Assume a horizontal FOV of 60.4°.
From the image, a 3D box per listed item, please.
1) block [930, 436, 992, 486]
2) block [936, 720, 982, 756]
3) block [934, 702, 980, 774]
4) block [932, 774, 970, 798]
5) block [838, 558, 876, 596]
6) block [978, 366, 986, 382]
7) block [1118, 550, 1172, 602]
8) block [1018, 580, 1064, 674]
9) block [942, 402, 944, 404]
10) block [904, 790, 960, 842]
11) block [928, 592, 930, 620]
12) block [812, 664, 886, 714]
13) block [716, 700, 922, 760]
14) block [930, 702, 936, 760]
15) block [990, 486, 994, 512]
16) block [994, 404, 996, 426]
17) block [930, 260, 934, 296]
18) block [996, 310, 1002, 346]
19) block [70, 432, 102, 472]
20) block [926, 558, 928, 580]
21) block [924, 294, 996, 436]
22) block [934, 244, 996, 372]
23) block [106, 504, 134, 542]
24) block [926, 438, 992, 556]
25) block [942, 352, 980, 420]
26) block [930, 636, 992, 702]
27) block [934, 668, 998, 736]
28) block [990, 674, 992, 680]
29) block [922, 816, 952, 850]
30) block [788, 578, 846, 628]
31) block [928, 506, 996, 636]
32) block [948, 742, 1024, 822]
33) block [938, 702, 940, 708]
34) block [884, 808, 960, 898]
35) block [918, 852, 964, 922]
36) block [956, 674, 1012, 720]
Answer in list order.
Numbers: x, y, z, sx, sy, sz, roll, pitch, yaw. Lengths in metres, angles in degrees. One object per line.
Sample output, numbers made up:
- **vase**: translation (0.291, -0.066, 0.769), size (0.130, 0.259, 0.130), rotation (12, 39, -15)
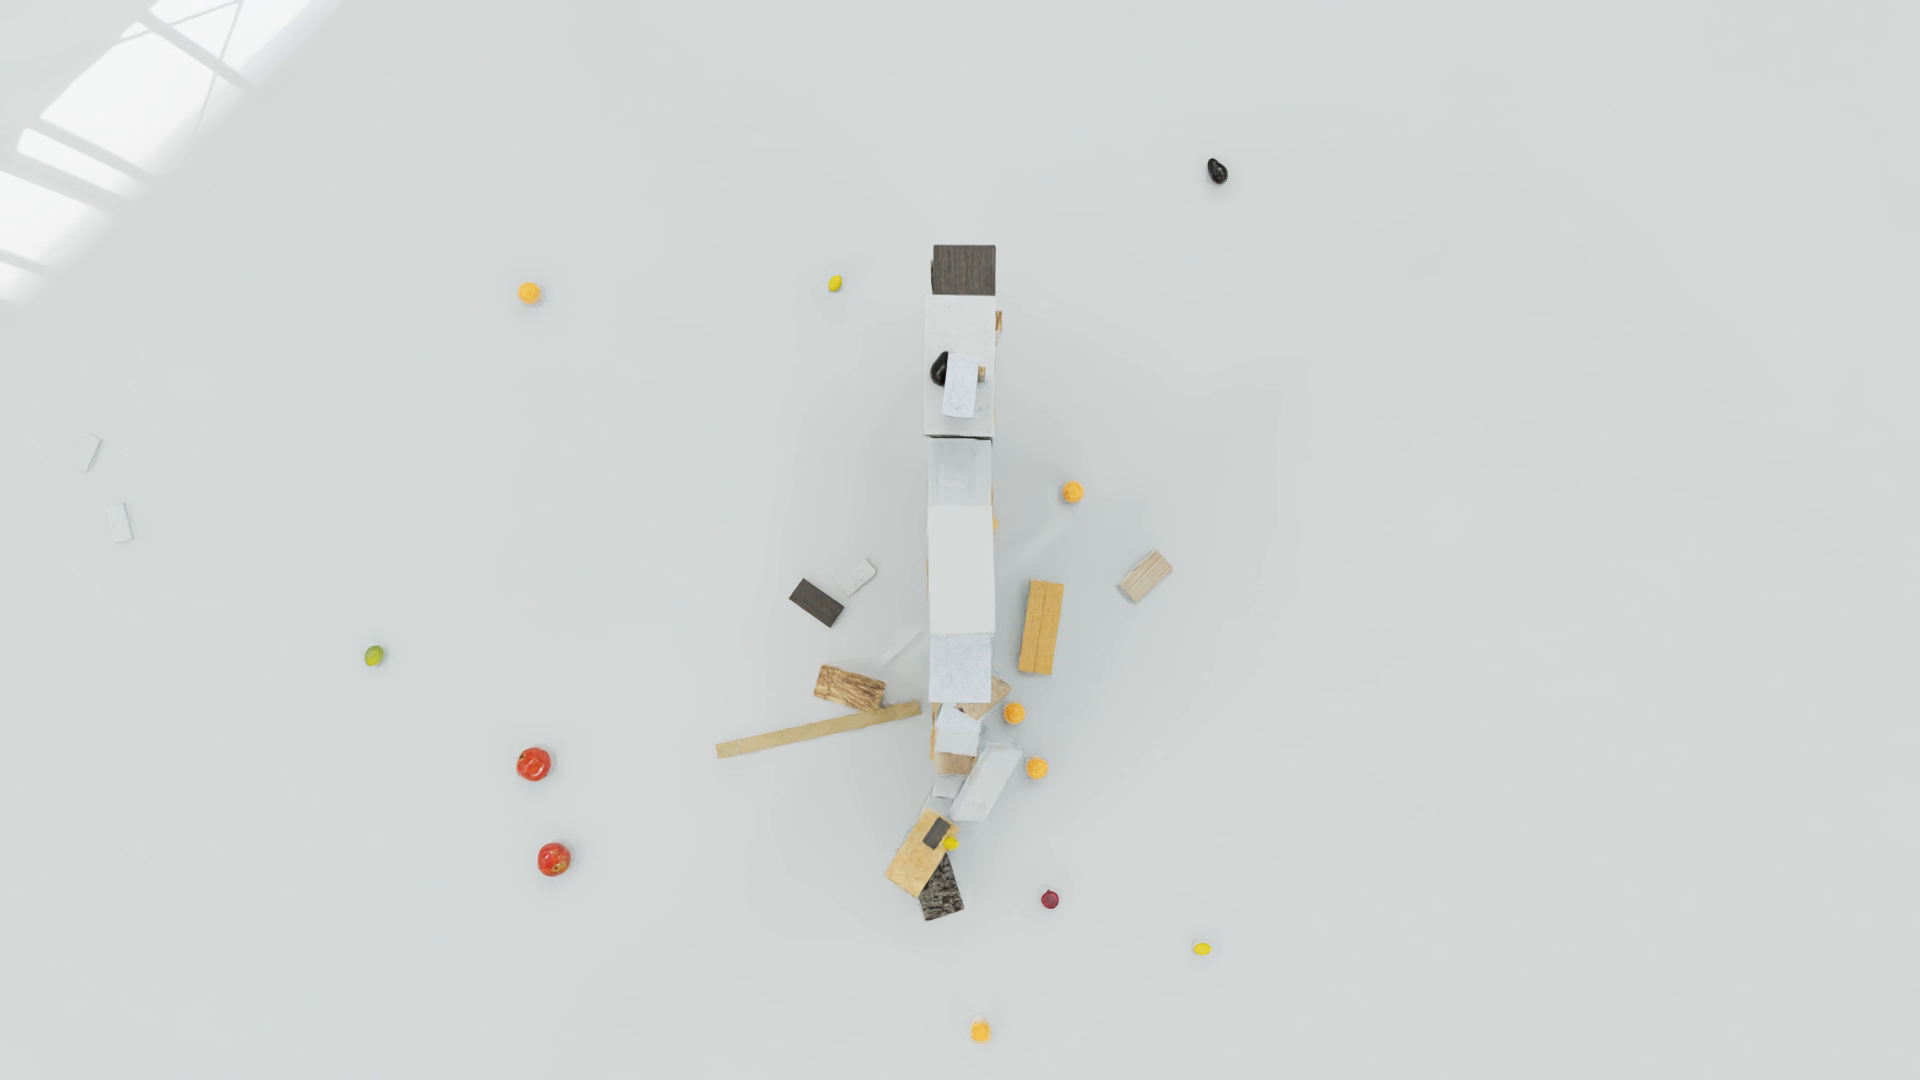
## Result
- **block**: translation (0.002, -0.298, 4.594), size (0.171, 0.049, 0.343), rotation (1, 94, 0)
- **block**: translation (0.003, 0.558, 5.263), size (0.133, 0.038, 0.266), rotation (8, 114, 1)
- **block**: translation (-0.009, 0.614, 5.362), size (0.146, 0.041, 0.292), rotation (1, 97, -1)
- **block**: translation (-0.013, 0.724, 5.456), size (0.130, 0.037, 0.259), rotation (6, 79, 0)
- **block**: translation (-0.343, 0.123, 5.491), size (0.121, 0.017, 0.060), rotation (-40, 90, 0)
- **block**: translation (0.025, -0.414, 4.085), size (0.076, 0.151, 0.021), rotation (7, 89, 0)
- **block**: translation (0.618, 0.120, 5.488), size (0.169, 0.024, 0.085), rotation (-43, 90, 0)
- **block**: translation (0.270, 0.290, 5.484), size (0.110, 0.031, 0.303), rotation (8, 90, 0)
- **block**: translation (-0.005, -0.328, 4.085), size (0.076, 0.151, 0.021), rotation (2, 94, 0)
- **block**: translation (-0.067, 0.920, 5.454), size (0.130, 0.037, 0.259), rotation (29, 80, 4)
- **block**: translation (0.000, 0.120, 4.143), size (0.155, 0.346, 0.044), rotation (2, 108, -2)
- **block**: translation (-0.366, 0.494, 5.470), size (0.220, 0.031, 0.110), rotation (17, 90, 0)
- **block**: translation (-0.471, 0.631, 5.493), size (0.690, 0.014, 0.050), rotation (-13, 90, 0)
- **block**: translation (-0.018, 0.578, 5.425), size (0.146, 0.041, 0.293), rotation (3, 87, -1)
- **block**: translation (0.000, 0.004, 4.302), size (0.162, 0.046, 0.324), rotation (2, 125, 0)
- **block**: translation (0.003, -0.322, 4.389), size (0.176, 0.356, 0.050), rotation (0, 90, 0)
- **block**: translation (0.004, -0.747, 5.056), size (0.173, 0.887, 0.049), rotation (0, 88, 0)
- **block**: translation (0.019, -0.563, 4.386), size (0.176, 0.353, 0.050), rotation (1, 90, 0)
- **block**: translation (-2.910, -0.293, 5.491), size (0.060, 0.017, 0.121), rotation (24, 90, 0)
- **block**: translation (-0.005, 0.149, 4.551), size (0.162, 0.339, 0.046), rotation (-3, 60, 0)
- **block**: translation (0.000, -0.440, 4.185), size (0.176, 0.050, 0.353), rotation (1, 90, 0)
- **block**: translation (0.012, -0.644, 4.587), size (0.173, 0.049, 0.346), rotation (0, 90, 0)
- **block**: translation (-2.798, -0.056, 5.491), size (0.060, 0.017, 0.121), rotation (-14, 90, 0)
- **block**: translation (-0.002, -0.107, 4.119), size (0.155, 0.044, 0.310), rotation (2, 64, -1)
- **block**: translation (0.002, -0.373, 3.998), size (0.076, 0.021, 0.151), rotation (6, 90, 0)
- **block**: translation (0.003, 0.289, 4.731), size (0.175, 0.049, 0.349), rotation (1, 87, 0)
- **block**: translation (0.019, 0.492, 5.129), size (0.132, 0.037, 0.265), rotation (13, 128, -9)
- **block**: translation (0.002, 0.370, 4.928), size (0.175, 0.349, 0.049), rotation (3, 102, -1)
- **block**: translation (-0.076, 0.956, 5.373), size (0.050, 0.014, 0.099), rotation (33, 77, 9)
- **block**: translation (-0.477, 0.209, 5.488), size (0.169, 0.024, 0.085), rotation (35, 90, 0)
- **block**: translation (0.003, 0.075, 3.967), size (0.155, 0.044, 0.310), rotation (-1, 77, -2)
- **block**: translation (0.083, 0.789, 5.363), size (0.132, 0.037, 0.295), rotation (9, 118, -41)
- **block**: translation (0.015, 0.416, 5.310), size (0.133, 0.038, 0.266), rotation (9, 85, 0)
- **block**: translation (-0.124, 1.020, 5.382), size (0.130, 0.037, 0.259), rotation (31, 77, 8)
- **block**: translation (-0.089, 1.118, 5.481), size (0.132, 0.037, 0.265), rotation (-18, 90, 0)
- **block**: translation (0.072, 0.482, 5.077), size (0.085, 0.024, 0.169), rotation (33, 123, -20)
